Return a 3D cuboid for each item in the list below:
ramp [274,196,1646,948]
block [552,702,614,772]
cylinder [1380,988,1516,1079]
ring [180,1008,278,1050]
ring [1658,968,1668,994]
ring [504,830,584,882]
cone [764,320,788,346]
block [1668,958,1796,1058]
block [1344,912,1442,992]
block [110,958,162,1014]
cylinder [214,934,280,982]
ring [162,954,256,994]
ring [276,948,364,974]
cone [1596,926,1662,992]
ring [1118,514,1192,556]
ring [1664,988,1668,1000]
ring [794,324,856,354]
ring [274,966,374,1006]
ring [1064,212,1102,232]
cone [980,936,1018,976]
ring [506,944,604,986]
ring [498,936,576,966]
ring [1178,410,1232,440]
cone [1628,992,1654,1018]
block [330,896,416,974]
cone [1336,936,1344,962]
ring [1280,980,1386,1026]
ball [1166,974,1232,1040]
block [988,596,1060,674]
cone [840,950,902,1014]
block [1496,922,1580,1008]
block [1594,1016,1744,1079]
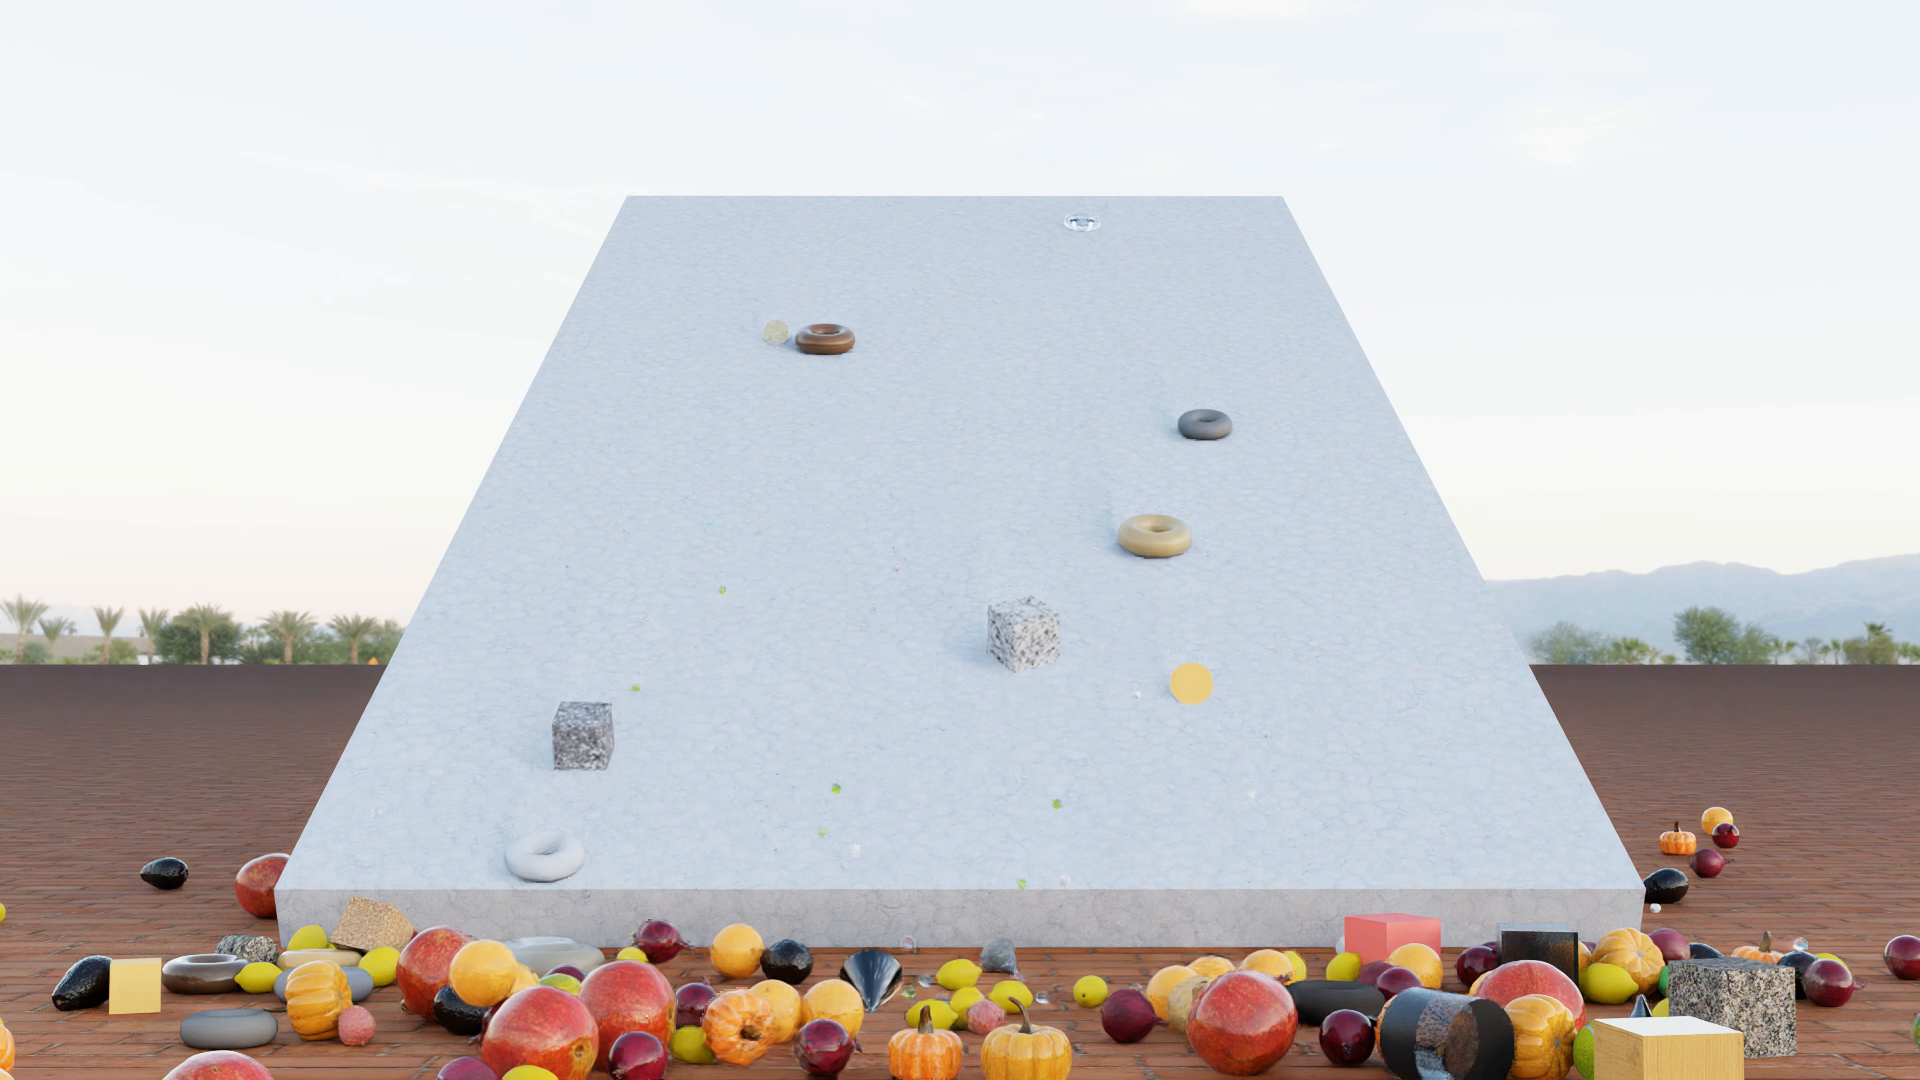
[{"bbox_3d":[-0.007,-0.225,5.229,2.000,0.100,4.000,0,23,0],"label":"ramp"},{"bbox_3d":[-0.606,0.316,3.715,0.082,0.082,0.082,1,23,2],"label":"block"},{"bbox_3d":[0.484,0.498,2.298,0.093,0.093,0.093,2,-3,-32],"label":"cylinder"},{"bbox_3d":[-0.808,0.540,2.554,0.104,0.035,0.104,0,-4,0],"label":"ring"},{"bbox_3d":[0.939,0.550,2.868,0.140,0.047,0.140,-1,-6,0],"label":"ring"},{"bbox_3d":[-0.614,0.466,3.416,0.116,0.039,0.116,0,22,0],"label":"ring"},{"bbox_3d":[-0.450,-0.510,5.734,0.064,0.064,0.064,0,-4,6],"label":"cone"},{"bbox_3d":[0.839,0.508,2.513,0.093,0.093,0.093,1,-3,-19],"label":"block"},{"bbox_3d":[0.564,0.537,3.013,0.088,0.088,0.088,2,-3,-28],"label":"block"},{"bbox_3d":[-1.001,0.541,2.806,0.058,0.058,0.058,1,-3,-19],"label":"block"},{"bbox_3d":[-0.947,0.554,3.068,0.059,0.059,0.059,-2,-4,36],"label":"cylinder"},{"bbox_3d":[-0.967,0.559,2.975,0.119,0.040,0.119,1,-2,0],"label":"ring"},{"bbox_3d":[-0.850,0.564,3.069,0.114,0.038,0.114,1,-7,0],"label":"ring"},{"bbox_3d":[0.879,0.559,2.972,0.088,0.088,0.088,33,9,19],"label":"cone"},{"bbox_3d":[0.382,-0.009,4.530,0.148,0.049,0.148,1,22,0],"label":"ring"},{"bbox_3d":[0.908,0.543,2.733,0.143,0.048,0.143,1,-2,0],"label":"ring"},{"bbox_3d":[-0.332,-0.493,5.670,0.149,0.050,0.149,1,22,0],"label":"ring"},{"bbox_3d":[-0.791,0.554,2.875,0.120,0.040,0.120,1,-4,0],"label":"ring"},{"bbox_3d":[0.355,-0.923,6.705,0.109,0.036,0.109,1,22,0],"label":"ring"},{"bbox_3d":[0.064,0.574,3.128,0.054,0.054,0.054,2,23,-36],"label":"cone"},{"bbox_3d":[-0.535,0.562,3.060,0.130,0.043,0.130,-1,-2,0],"label":"ring"},{"bbox_3d":[-0.582,0.571,3.192,0.112,0.037,0.112,-1,-2,0],"label":"ring"},{"bbox_3d":[0.543,-0.256,5.125,0.123,0.041,0.123,-1,24,0],"label":"ring"},{"bbox_3d":[0.753,0.529,2.552,0.057,0.057,0.057,0,-3,0],"label":"cone"},{"bbox_3d":[-0.795,0.534,3.128,0.069,0.069,0.069,8,-33,22],"label":"block"},{"bbox_3d":[0.550,0.577,3.182,0.054,0.054,0.054,0,24,-5],"label":"cone"},{"bbox_3d":[0.439,0.545,2.723,0.125,0.042,0.125,1,-3,0],"label":"ring"},{"bbox_3d":[0.267,0.523,2.583,0.072,0.072,0.072,0,-3,0],"label":"ball"},{"bbox_3d":[0.111,0.165,4.061,0.093,0.093,0.093,-12,26,-27],"label":"block"},{"bbox_3d":[-0.107,0.552,2.805,0.078,0.078,0.078,0,24,-3],"label":"cone"},{"bbox_3d":[0.718,0.528,2.875,0.091,0.091,0.091,0,-3,9],"label":"block"},{"bbox_3d":[0.637,0.485,2.079,0.095,0.095,0.095,1,-3,-11],"label":"block"}]
